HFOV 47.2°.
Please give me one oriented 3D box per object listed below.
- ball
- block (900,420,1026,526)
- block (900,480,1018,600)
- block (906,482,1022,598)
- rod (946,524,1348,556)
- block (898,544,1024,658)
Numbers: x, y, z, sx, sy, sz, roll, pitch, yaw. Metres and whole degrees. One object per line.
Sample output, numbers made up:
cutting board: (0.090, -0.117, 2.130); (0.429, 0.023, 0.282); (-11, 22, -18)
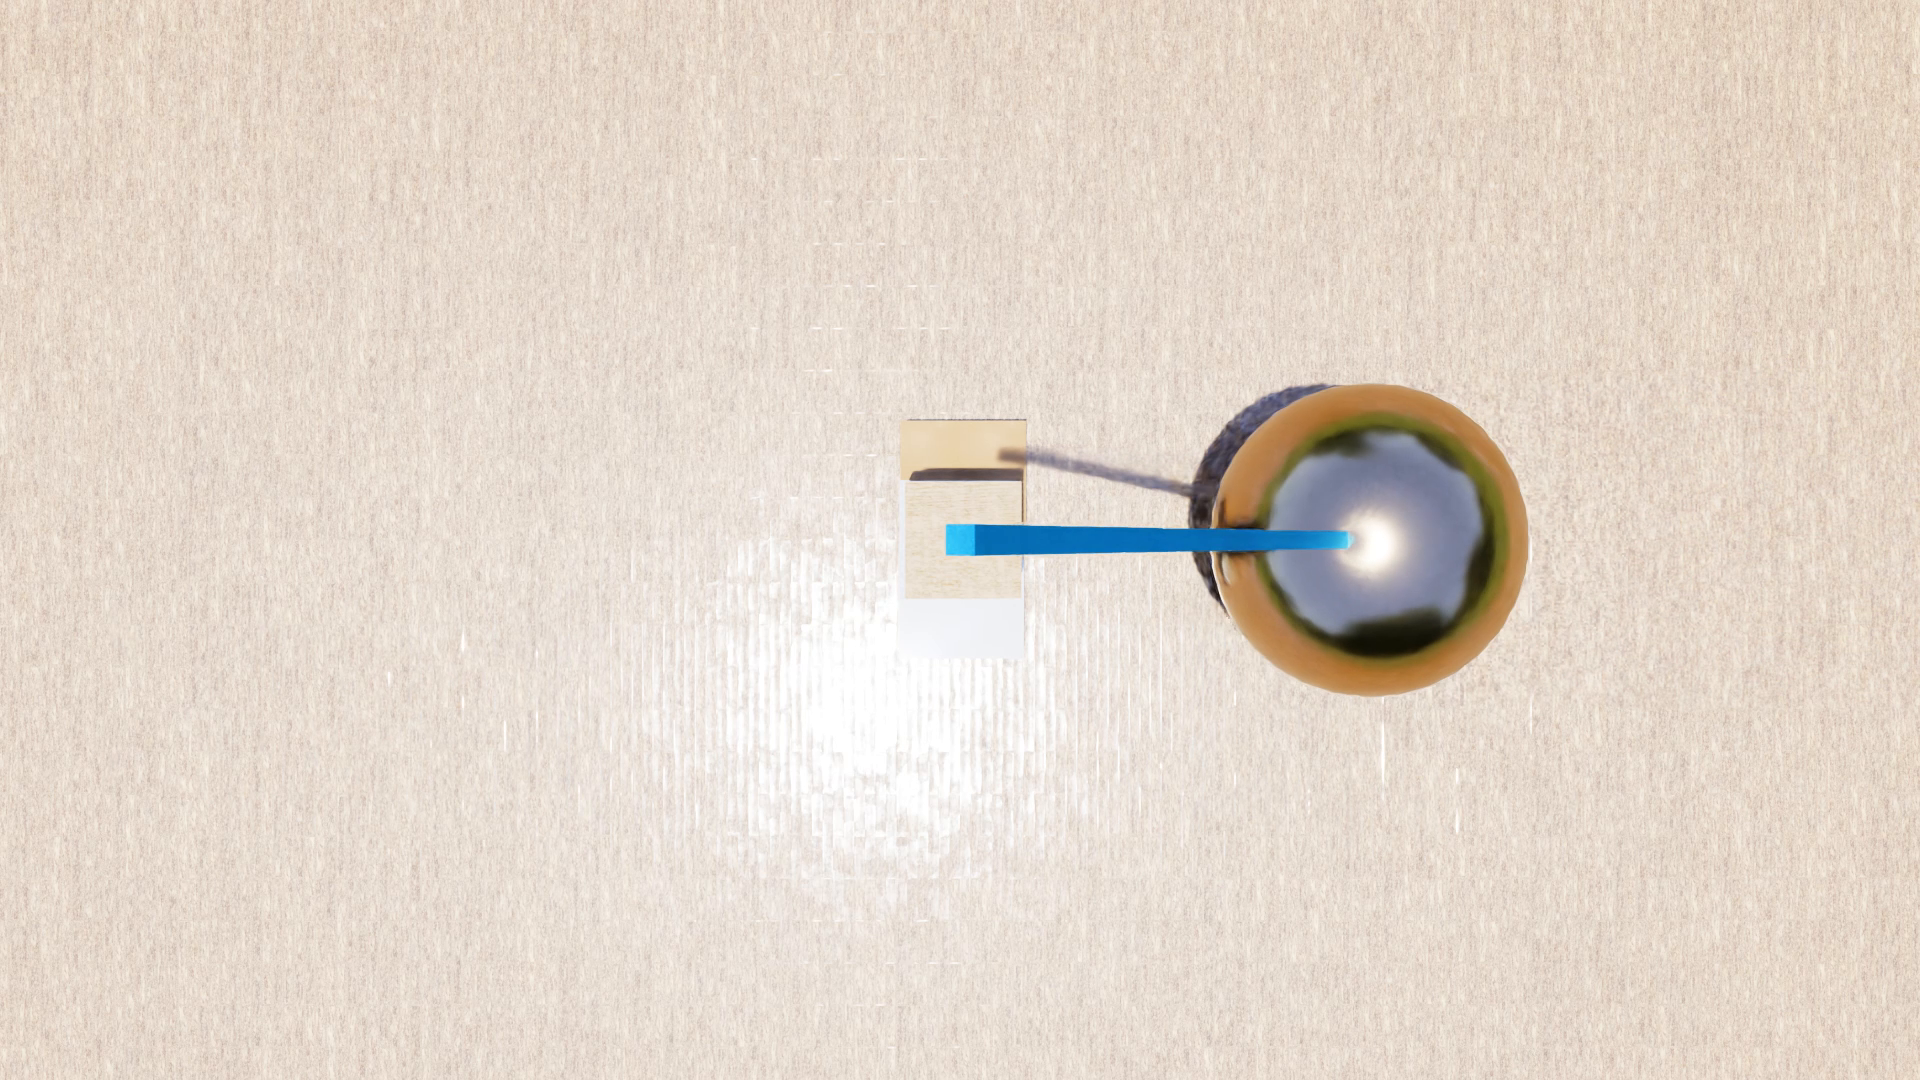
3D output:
ball: (2.074, 0.000, 11.189); (1.600, 1.600, 1.600); (0, 90, 0)
block: (0.019, -0.331, 12.673); (0.704, 0.655, 0.677); (0, 90, 0)
block: (-0.008, 0.000, 11.438); (0.597, 0.659, 0.603); (0, 90, 0)
block: (0.016, 0.000, 10.853); (0.561, 0.511, 0.566); (0, 90, 0)
rod: (0.899, 0.000, 7.998); (0.080, 5.200, 0.080); (0, 90, 20)
block: (0.008, 0.344, 12.693); (0.706, 0.615, 0.652); (0, 90, 0)
